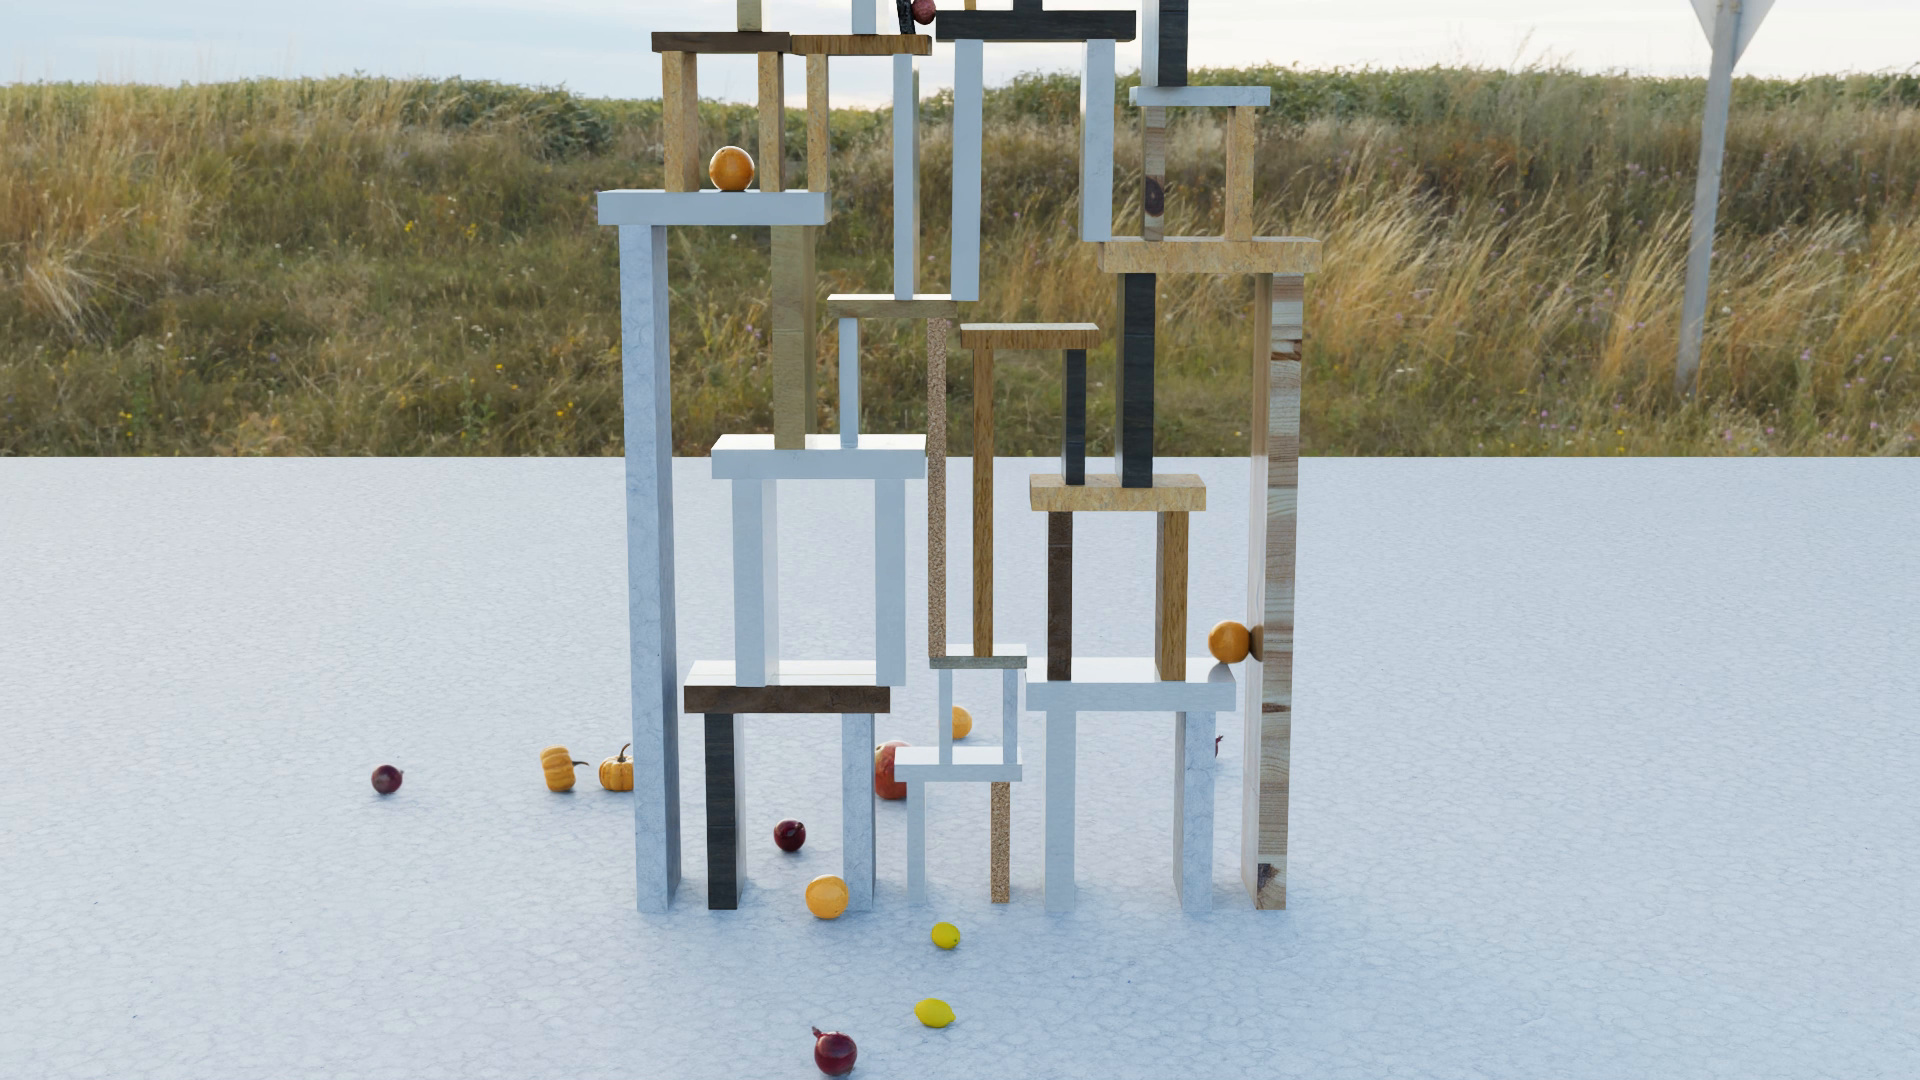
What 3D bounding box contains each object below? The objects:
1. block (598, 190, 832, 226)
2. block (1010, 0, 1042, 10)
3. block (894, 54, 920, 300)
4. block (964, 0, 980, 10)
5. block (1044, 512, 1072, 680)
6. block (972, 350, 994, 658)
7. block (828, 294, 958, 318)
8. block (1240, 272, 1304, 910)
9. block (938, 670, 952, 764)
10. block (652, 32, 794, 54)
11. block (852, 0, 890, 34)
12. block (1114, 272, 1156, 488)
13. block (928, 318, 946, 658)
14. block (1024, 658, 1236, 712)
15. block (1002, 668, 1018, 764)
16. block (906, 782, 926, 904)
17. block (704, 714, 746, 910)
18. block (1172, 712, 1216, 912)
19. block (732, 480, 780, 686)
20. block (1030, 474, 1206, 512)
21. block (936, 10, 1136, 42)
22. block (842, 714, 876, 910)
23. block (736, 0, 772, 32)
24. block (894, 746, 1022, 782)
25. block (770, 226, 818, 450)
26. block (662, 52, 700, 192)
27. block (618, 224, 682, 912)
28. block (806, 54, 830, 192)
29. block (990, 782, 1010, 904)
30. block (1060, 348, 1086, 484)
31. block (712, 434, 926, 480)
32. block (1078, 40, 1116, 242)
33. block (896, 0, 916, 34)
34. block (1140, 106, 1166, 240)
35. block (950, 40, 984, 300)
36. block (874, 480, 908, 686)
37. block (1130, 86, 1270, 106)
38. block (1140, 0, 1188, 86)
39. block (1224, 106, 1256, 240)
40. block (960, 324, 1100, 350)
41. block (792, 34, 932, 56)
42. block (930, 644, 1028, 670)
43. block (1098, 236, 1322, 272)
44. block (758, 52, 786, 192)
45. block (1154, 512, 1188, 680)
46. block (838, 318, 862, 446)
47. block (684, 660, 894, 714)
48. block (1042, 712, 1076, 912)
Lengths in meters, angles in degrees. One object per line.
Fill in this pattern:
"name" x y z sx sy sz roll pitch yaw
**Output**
"block" -0.382 -0.525 3.466 0.348 0.049 0.174 0 11 0
"block" 0.103 -0.975 3.379 0.045 0.320 0.160 0 11 0
"block" -0.083 -0.567 3.436 0.030 0.374 0.104 1 11 5
"block" 0.014 -0.884 3.399 0.019 0.132 0.066 -3 10 6
"block" 0.159 0.078 3.569 0.039 0.275 0.138 0 11 0
"block" 0.037 -0.065 3.546 0.031 0.497 0.108 0 11 -1
"block" -0.105 -0.371 3.485 0.203 0.029 0.102 0 11 0
"block" 0.506 0.080 3.580 0.048 1.035 0.168 0 11 -2
"block" -0.023 0.279 3.609 0.022 0.158 0.079 0 11 0
"block" -0.365 -0.772 3.414 0.212 0.030 0.106 0 11 1
"block" -0.138 -0.917 3.386 0.038 0.273 0.135 1 11 6
"block" 0.279 -0.263 3.515 0.048 0.337 0.168 0 11 0
"block" -0.037 -0.089 3.539 0.029 0.546 0.102 0 11 0
"block" 0.274 0.236 3.603 0.337 0.048 0.168 0 11 0
"block" 0.082 0.279 3.609 0.022 0.158 0.079 0 11 0
"block" -0.072 0.487 3.655 0.029 0.208 0.104 0 11 0
"block" -0.388 0.426 3.644 0.047 0.331 0.166 0 11 0
"block" 0.387 0.424 3.639 0.048 0.337 0.168 0 11 0
"block" -0.330 0.055 3.565 0.047 0.335 0.167 1 11 3
"block" 0.251 -0.077 3.541 0.275 0.039 0.138 0 11 0
"block" 0.115 -0.796 3.410 0.305 0.043 0.153 0 11 0
"block" -0.167 0.426 3.644 0.047 0.331 0.166 0 11 0
"block" -0.319 -0.919 3.385 0.038 0.269 0.135 0 11 1
"block" -0.003 0.370 3.634 0.208 0.029 0.104 0 11 0
"block" -0.263 -0.329 3.500 0.049 0.348 0.174 0 11 2
"block" -0.433 -0.649 3.416 0.030 0.212 0.106 1 11 6
"block" -0.500 0.045 3.569 0.049 1.109 0.174 0 11 0
"block" -0.221 -0.651 3.436 0.030 0.209 0.104 0 11 -1
"block" 0.067 0.487 3.655 0.029 0.208 0.104 0 11 0
"block" 0.182 -0.204 3.524 0.031 0.216 0.108 0 11 -1
"block" -0.223 -0.134 3.535 0.335 0.047 0.167 0 11 0
"block" 0.213 -0.625 3.443 0.043 0.305 0.153 1 11 0
"block" -0.092 -0.866 3.399 0.019 0.167 0.066 -7 10 5
"block" 0.303 -0.577 3.458 0.029 0.206 0.103 0 11 0
"block" 0.010 -0.580 3.449 0.043 0.396 0.153 1 11 0
"block" -0.111 0.054 3.567 0.047 0.335 0.167 0 11 0
"block" 0.373 -0.693 3.437 0.206 0.029 0.103 0 11 -2
"block" 0.317 -0.919 3.390 0.045 0.433 0.160 -1 11 -5
"block" 0.440 -0.577 3.458 0.029 0.206 0.103 0 11 0
"block" 0.109 -0.324 3.498 0.216 0.031 0.108 0 11 -1
"block" -0.151 -0.769 3.419 0.209 0.030 0.104 1 11 4
"block" 0.029 0.190 3.592 0.158 0.022 0.079 0 11 0
"block" 0.391 -0.452 3.480 0.337 0.048 0.168 0 11 0
"block" -0.294 -0.652 3.434 0.030 0.212 0.106 0 11 1
"block" 0.343 0.077 3.569 0.039 0.275 0.138 0 10 0
"block" -0.175 -0.258 3.512 0.029 0.203 0.102 0 11 0
"block" -0.278 0.240 3.609 0.331 0.047 0.166 0 11 0
"block" 0.162 0.424 3.639 0.048 0.337 0.168 0 11 0
